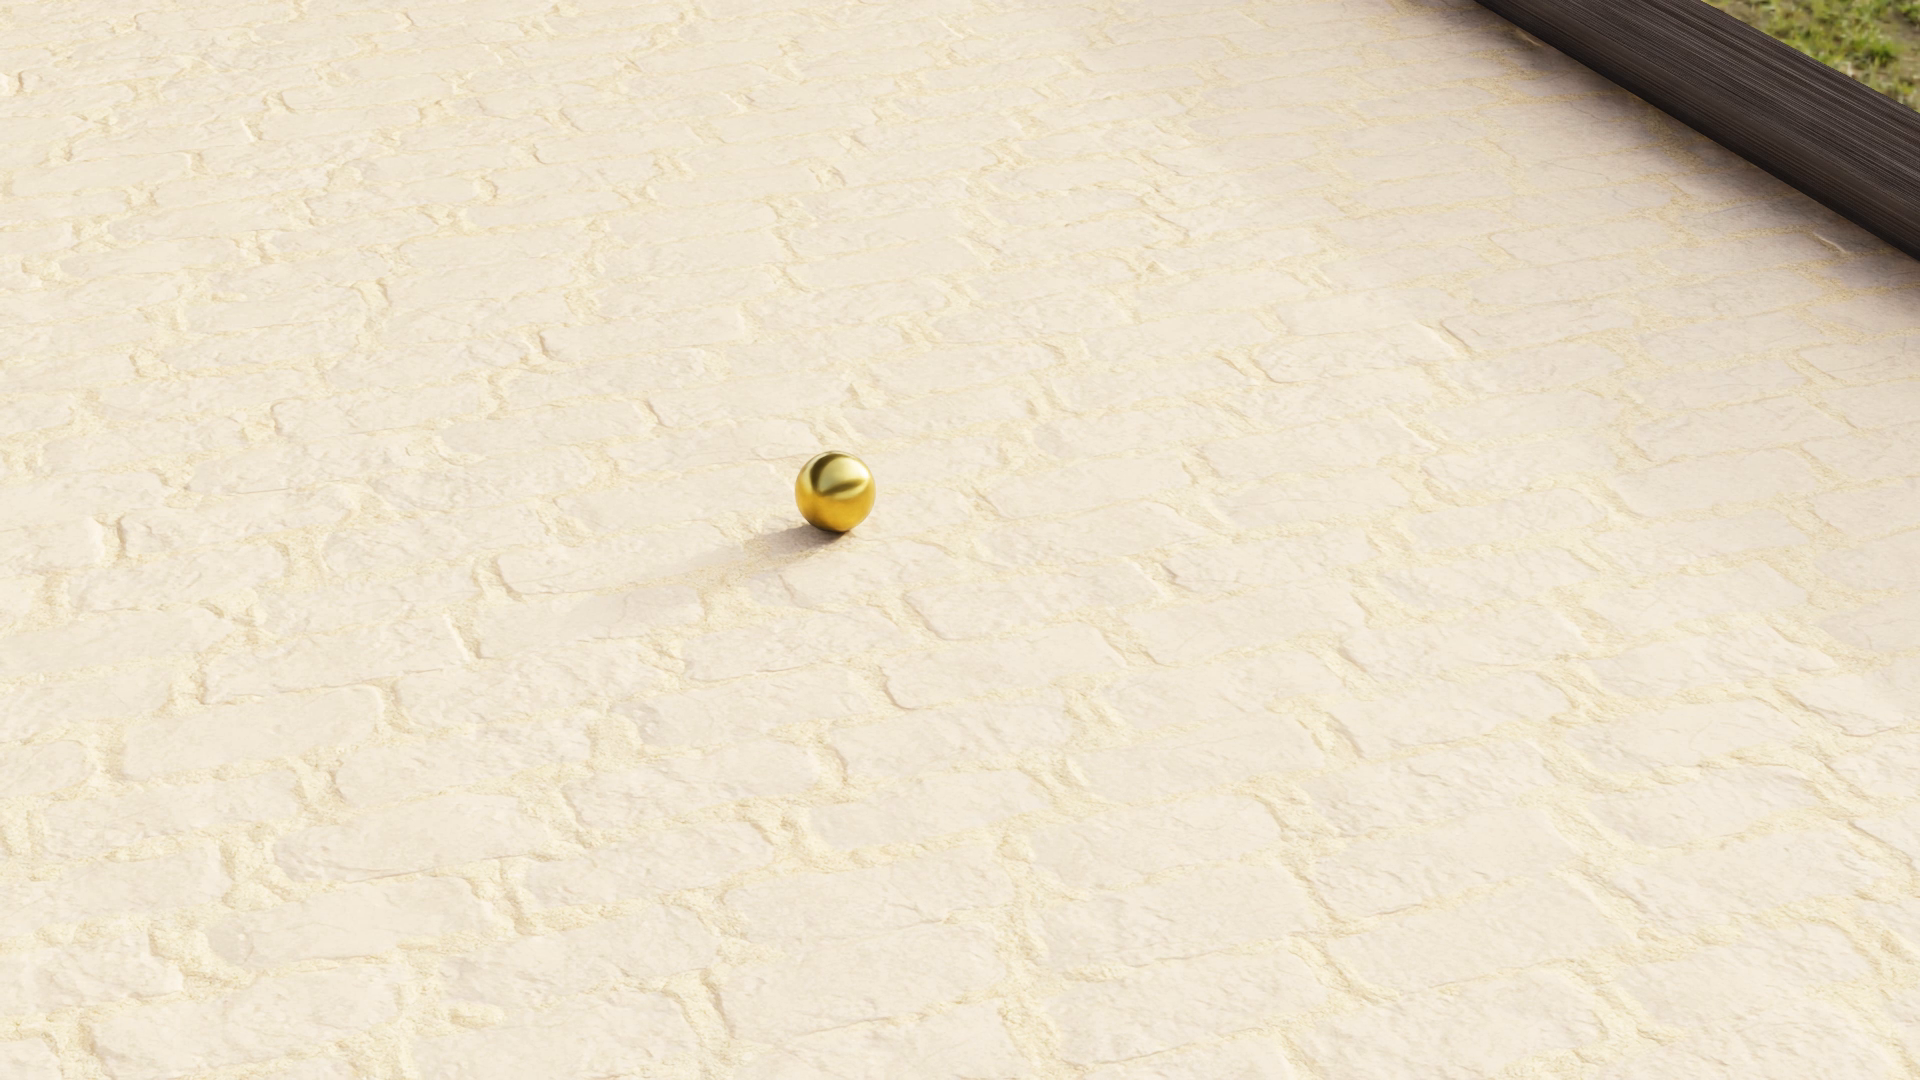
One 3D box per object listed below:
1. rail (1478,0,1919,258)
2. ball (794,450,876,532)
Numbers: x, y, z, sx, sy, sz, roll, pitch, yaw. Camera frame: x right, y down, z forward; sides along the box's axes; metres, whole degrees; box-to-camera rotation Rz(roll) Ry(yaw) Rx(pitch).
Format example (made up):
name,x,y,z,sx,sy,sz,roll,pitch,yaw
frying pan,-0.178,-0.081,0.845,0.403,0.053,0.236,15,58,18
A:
name,x,y,z,sx,sy,sz,roll,pitch,yaw
rail,0.555,-0.546,2.886,0.045,0.116,3.523,-9,29,-17
ball,-0.083,-0.032,1.965,0.055,0.055,0.055,0,27,0
